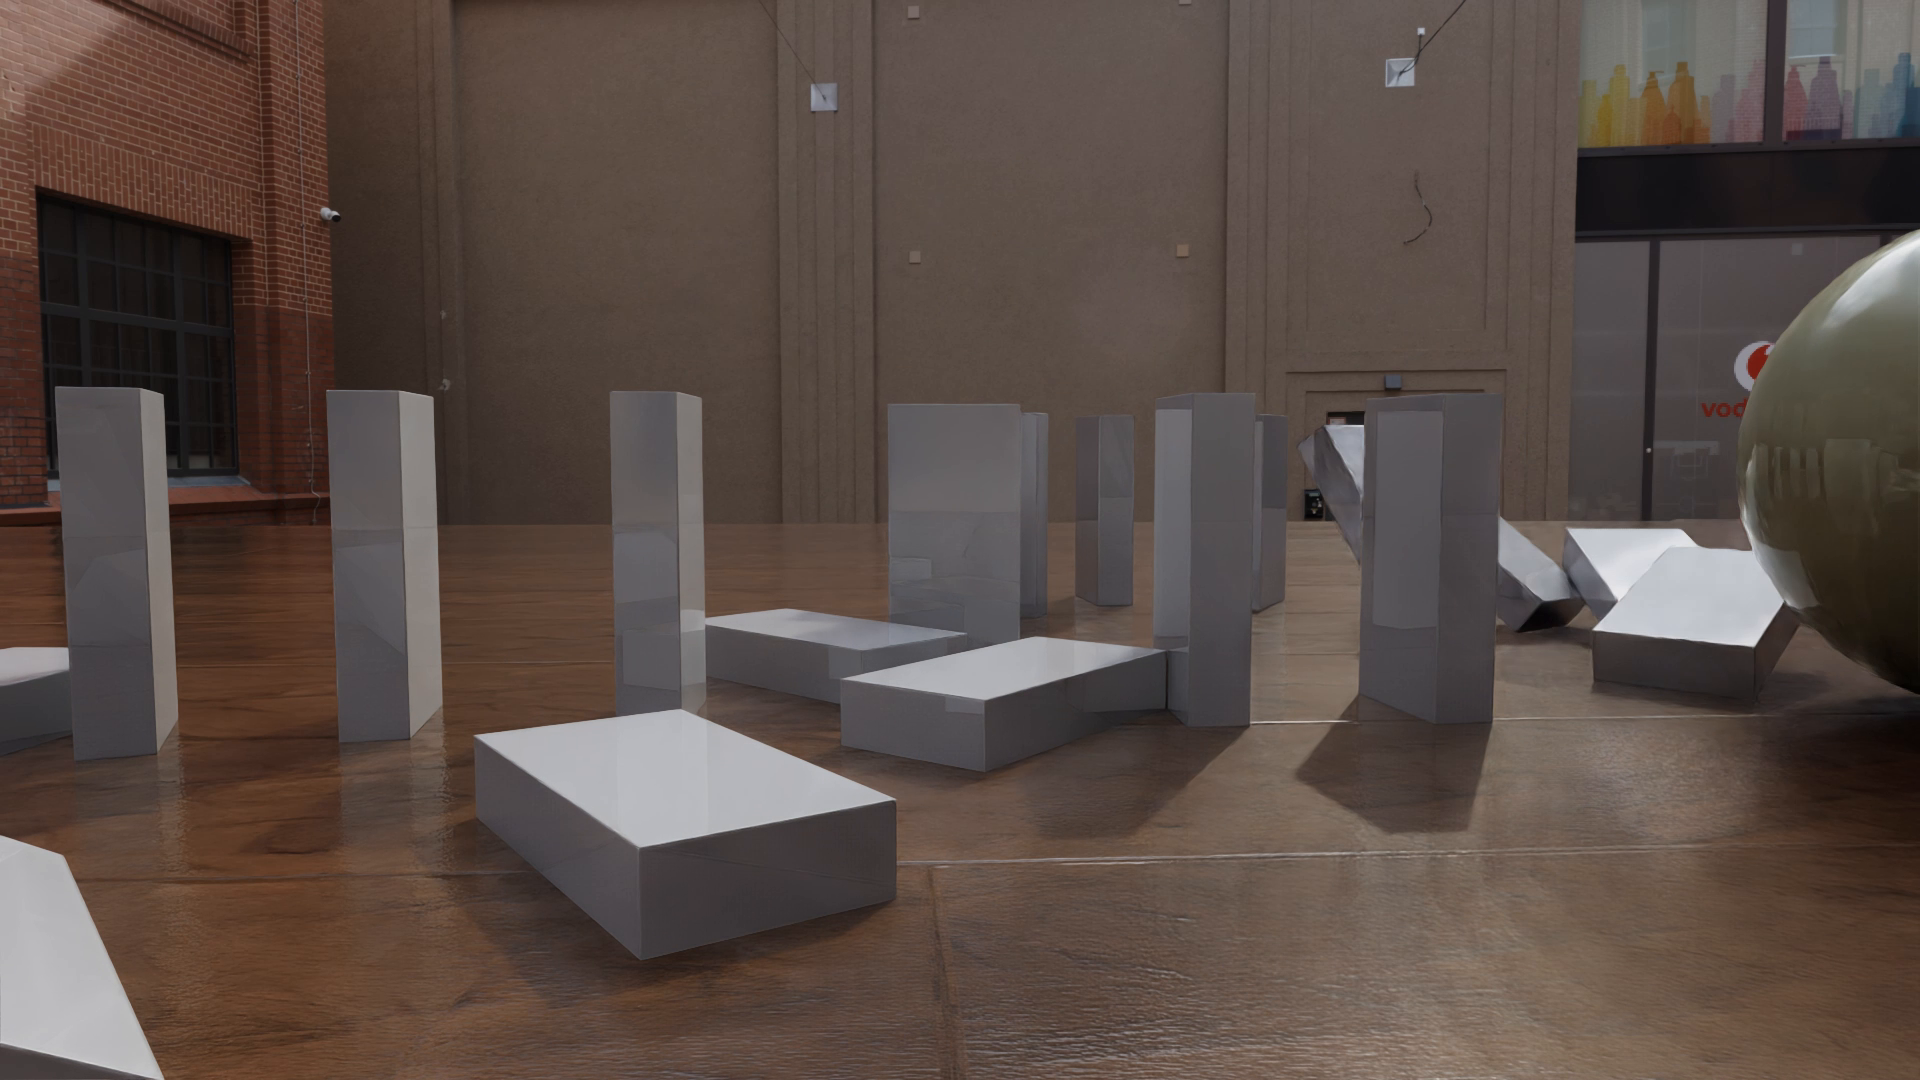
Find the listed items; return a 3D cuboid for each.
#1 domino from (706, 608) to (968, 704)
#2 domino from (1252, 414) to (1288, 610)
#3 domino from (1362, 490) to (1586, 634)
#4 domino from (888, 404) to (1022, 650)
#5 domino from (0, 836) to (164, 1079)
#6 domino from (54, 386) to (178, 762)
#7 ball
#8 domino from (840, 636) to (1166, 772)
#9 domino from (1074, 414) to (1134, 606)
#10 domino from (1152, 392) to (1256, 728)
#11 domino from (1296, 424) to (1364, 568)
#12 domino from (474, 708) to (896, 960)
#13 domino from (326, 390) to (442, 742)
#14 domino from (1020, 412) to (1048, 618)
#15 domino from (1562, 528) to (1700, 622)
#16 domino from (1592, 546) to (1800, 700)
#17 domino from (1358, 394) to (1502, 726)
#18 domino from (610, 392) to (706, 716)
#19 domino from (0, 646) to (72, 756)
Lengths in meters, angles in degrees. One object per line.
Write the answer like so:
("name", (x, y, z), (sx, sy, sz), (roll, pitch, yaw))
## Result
("domino", (-0.025, 0.020, 0.232), (0.050, 0.010, 0.025), (4, 6, 43))
("domino", (0.079, -0.008, 0.340), (0.010, 0.050, 0.025), (2, 5, 28))
("domino", (0.122, 0.001, 0.304), (0.025, 0.009, 0.050), (-2, 41, -41))
("domino", (-0.001, -0.001, 0.247), (0.025, 0.050, 0.010), (0, 4, -1))
("domino", (-0.069, 0.026, 0.080), (0.025, 0.009, 0.050), (37, -20, -36))
("domino", (-0.120, 0.004, 0.183), (0.009, 0.050, 0.025), (-2, 5, -25))
("ball", (0.166, -0.012, 0.197), (0.080, 0.080, 0.080), (0, 4, 0))
("domino", (0.008, 0.023, 0.194), (0.025, 0.009, 0.050), (3, 5, 37))
("domino", (0.039, -0.009, 0.348), (0.009, 0.050, 0.025), (-1, 4, -9))
("domino", (0.038, 0.002, 0.204), (0.009, 0.050, 0.025), (0, 4, -4))
("domino", (0.106, -0.005, 0.322), (0.025, 0.050, 0.009), (-4, -27, -42))
("domino", (-0.031, 0.028, 0.133), (0.025, 0.010, 0.050), (-3, 5, -35))
("domino", (-0.086, 0.003, 0.194), (0.009, 0.050, 0.025), (-1, 4, -12))
("domino", (0.009, -0.006, 0.320), (0.025, 0.050, 0.010), (2, 5, 20))
("domino", (0.150, 0.010, 0.277), (0.025, 0.010, 0.050), (1, 20, 12))
("domino", (0.138, 0.014, 0.237), (0.025, 0.009, 0.050), (5, 21, 42))
("domino", (0.075, 0.002, 0.206), (0.009, 0.050, 0.025), (-1, 4, -9))
("domino", (-0.046, 0.003, 0.198), (0.009, 0.050, 0.025), (0, 4, -3))
("domino", (-0.143, 0.024, 0.184), (0.025, 0.010, 0.050), (0, 4, 3))
